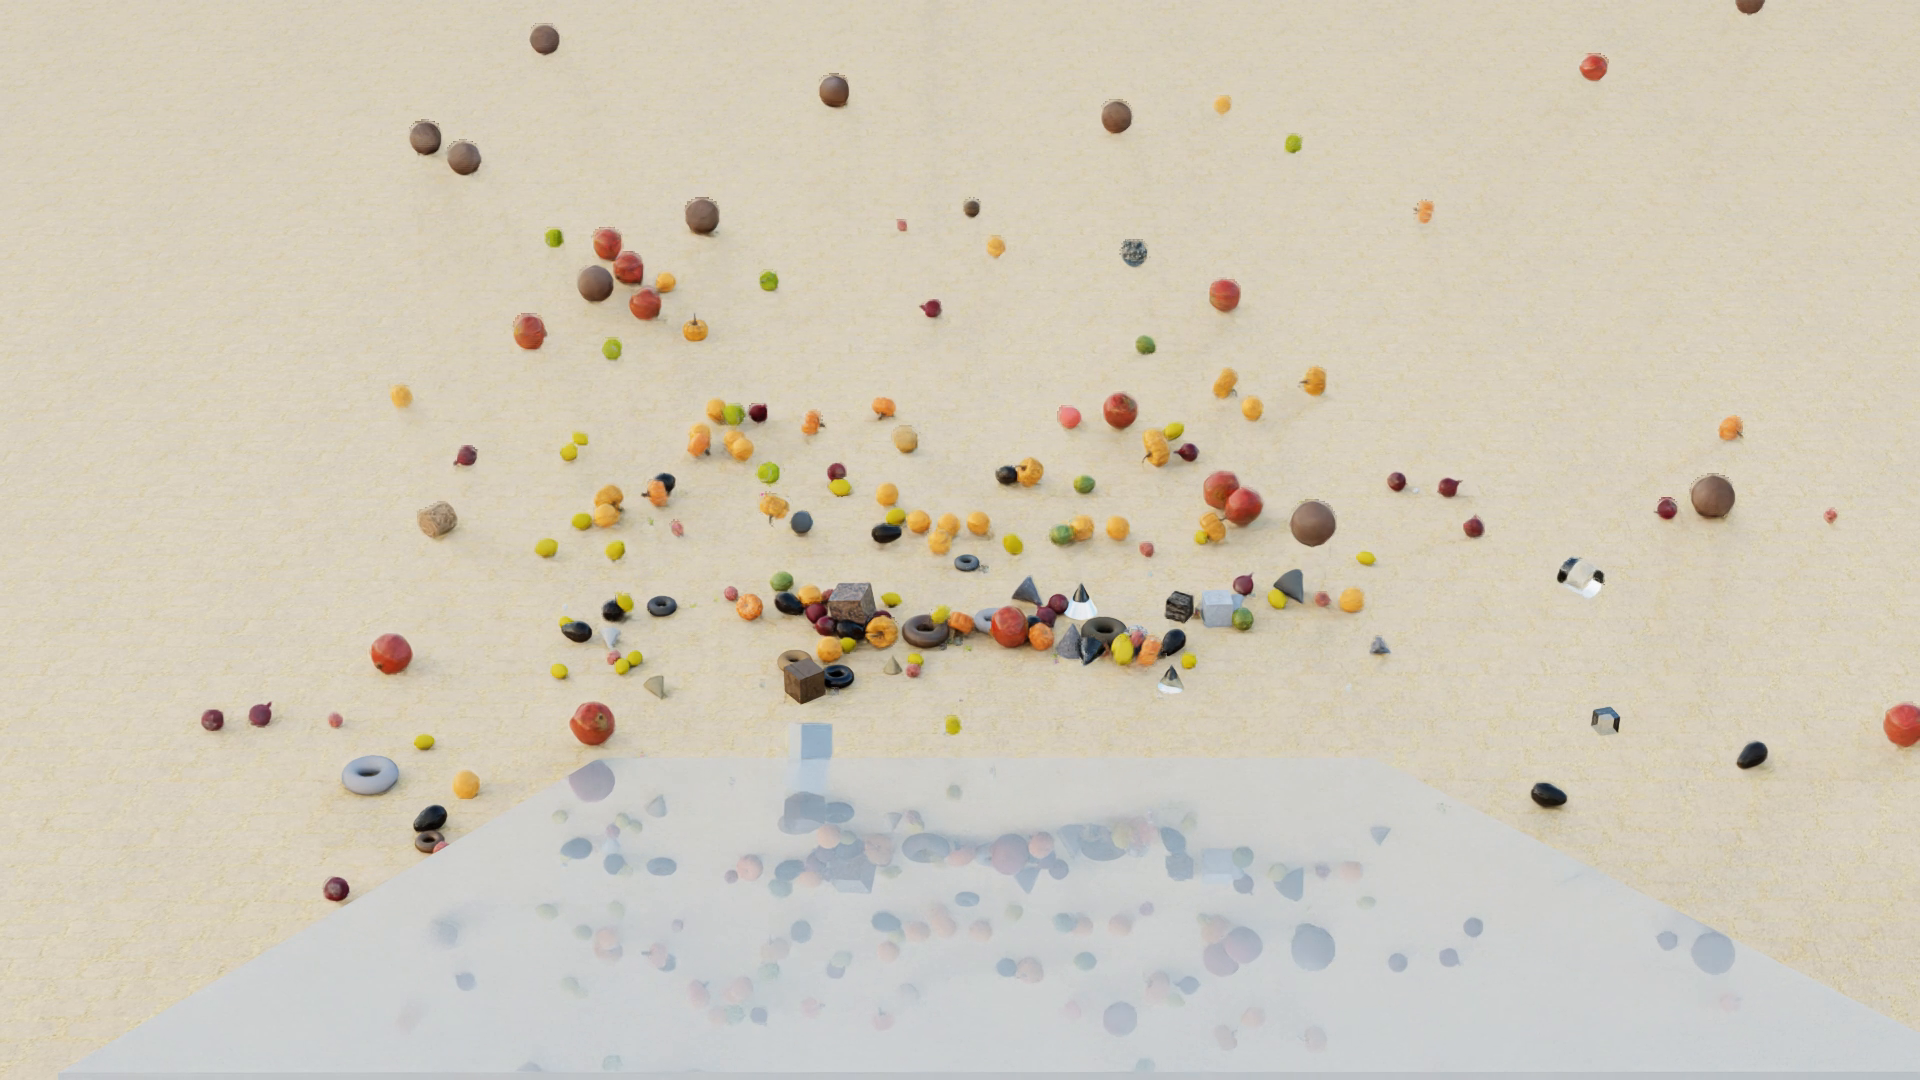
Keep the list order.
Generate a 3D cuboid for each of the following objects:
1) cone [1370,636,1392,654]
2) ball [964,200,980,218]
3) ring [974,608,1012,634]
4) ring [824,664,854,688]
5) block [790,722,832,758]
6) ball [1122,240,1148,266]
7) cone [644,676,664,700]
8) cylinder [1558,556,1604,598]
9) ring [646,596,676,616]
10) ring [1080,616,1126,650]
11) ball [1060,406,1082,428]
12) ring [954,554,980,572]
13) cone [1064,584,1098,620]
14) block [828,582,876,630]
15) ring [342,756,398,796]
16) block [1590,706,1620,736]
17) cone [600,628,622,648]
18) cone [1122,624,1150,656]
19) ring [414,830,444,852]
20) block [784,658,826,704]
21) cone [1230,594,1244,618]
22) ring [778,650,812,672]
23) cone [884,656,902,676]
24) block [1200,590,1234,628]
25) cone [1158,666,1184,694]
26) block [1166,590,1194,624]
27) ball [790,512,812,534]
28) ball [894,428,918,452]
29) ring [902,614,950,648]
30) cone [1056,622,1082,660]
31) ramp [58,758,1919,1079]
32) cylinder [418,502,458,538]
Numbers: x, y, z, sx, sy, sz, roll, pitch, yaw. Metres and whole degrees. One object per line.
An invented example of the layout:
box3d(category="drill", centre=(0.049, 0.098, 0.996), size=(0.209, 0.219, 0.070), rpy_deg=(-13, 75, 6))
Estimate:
box3d(category="cone", centre=(1.185, 0.307, 7.249), size=(0.055, 0.055, 0.055), rpy_deg=(27, 30, -7))
box3d(category="ball", centre=(0.046, -1.265, 9.880), size=(0.064, 0.064, 0.064), rpy_deg=(0, 30, 0))
box3d(category="ring", centre=(0.094, 0.231, 7.366), size=(0.112, 0.037, 0.112), rpy_deg=(-1, 31, 1))
box3d(category="ring", centre=(-0.339, 0.376, 7.124), size=(0.098, 0.033, 0.098), rpy_deg=(0, 29, 0))
box3d(category="block", centre=(-0.386, 0.520, 6.711), size=(0.086, 0.086, 0.086), rpy_deg=(1, -2, -24))
box3d(category="ball", centre=(0.639, -1.049, 9.482), size=(0.096, 0.096, 0.096), rpy_deg=(0, 30, 0))
box3d(category="cone", centre=(-0.825, 0.412, 7.069), size=(0.060, 0.060, 0.060), rpy_deg=(-14, 60, -23))
box3d(category="cylinder", centre=(1.803, 0.109, 7.518), size=(0.092, 0.092, 0.092), rpy_deg=(-20, 36, -30))
box3d(category="ring", centre=(-0.858, 0.190, 7.444), size=(0.087, 0.029, 0.087), rpy_deg=(1, 31, -1))
box3d(category="ring", centre=(0.408, 0.262, 7.305), size=(0.135, 0.045, 0.135), rpy_deg=(1, 30, -1))
box3d(category="ball", centre=(0.358, -0.398, 8.403), size=(0.070, 0.070, 0.070), rpy_deg=(0, 30, 0))
box3d(category="ring", centre=(0.020, 0.068, 7.655), size=(0.075, 0.025, 0.075), rpy_deg=(-1, 31, 1))
box3d(category="cone", centre=(0.347, 0.162, 7.424), size=(0.096, 0.096, 0.096), rpy_deg=(0, 30, 0))
box3d(category="block", centre=(-0.306, 0.189, 7.361), size=(0.099, 0.099, 0.099), rpy_deg=(-1, 29, 18))
box3d(category="ring", centre=(-1.529, 0.610, 6.712), size=(0.146, 0.049, 0.146), rpy_deg=(1, 29, 0))
box3d(category="block", centre=(1.726, 0.485, 6.920), size=(0.052, 0.052, 0.052), rpy_deg=(-9, 32, -15))
box3d(category="cone", centre=(-0.984, 0.285, 7.285), size=(0.057, 0.057, 0.057), rpy_deg=(-1, 57, -2))
box3d(category="cone", centre=(0.513, 0.280, 7.281), size=(0.086, 0.086, 0.086), rpy_deg=(17, 8, 27))
box3d(category="ring", centre=(-1.329, 0.756, 6.486), size=(0.075, 0.025, 0.075), rpy_deg=(0, 32, 0))
box3d(category="block", centre=(-0.424, 0.385, 7.062), size=(0.080, 0.080, 0.080), rpy_deg=(-20, 36, -31))
box3d(category="cone", centre=(0.790, 0.197, 7.432), size=(0.062, 0.062, 0.062), rpy_deg=(-3, 57, -5))
box3d(category="ring", centre=(-0.458, 0.338, 7.188), size=(0.098, 0.033, 0.098), rpy_deg=(1, 30, -1))
box3d(category="cone", centre=(-0.187, 0.338, 7.169), size=(0.052, 0.052, 0.052), rpy_deg=(0, 30, 0))
box3d(category="block", centre=(0.733, 0.196, 7.386), size=(0.077, 0.077, 0.077), rpy_deg=(-2, 31, -4))
box3d(category="cone", centre=(0.579, 0.371, 7.094), size=(0.072, 0.072, 0.072), rpy_deg=(0, 30, 0))
box3d(category="block", centre=(0.629, 0.192, 7.410), size=(0.060, 0.060, 0.060), rpy_deg=(15, 34, 24))
box3d(category="ball", centre=(-0.479, -0.052, 7.815), size=(0.068, 0.068, 0.068), rpy_deg=(0, 30, 0))
box3d(category="ball", centre=(-0.173, -0.320, 8.258), size=(0.081, 0.081, 0.081), rpy_deg=(0, 30, 0))
box3d(category="ring", centre=(-0.097, 0.257, 7.314), size=(0.137, 0.046, 0.137), rpy_deg=(0, 32, 0))
box3d(category="cone", centre=(0.315, 0.270, 7.246), size=(0.092, 0.092, 0.092), rpy_deg=(0, 30, 0))
box3d(category="ramp", centre=(0.068, 0.605, 4.671), size=(2.000, 0.100, 4.000), rpy_deg=(0, 0, 0))
box3d(category="cylinder", centre=(-1.576, -0.060, 7.816), size=(0.082, 0.082, 0.082), rpy_deg=(25, 39, 36))
